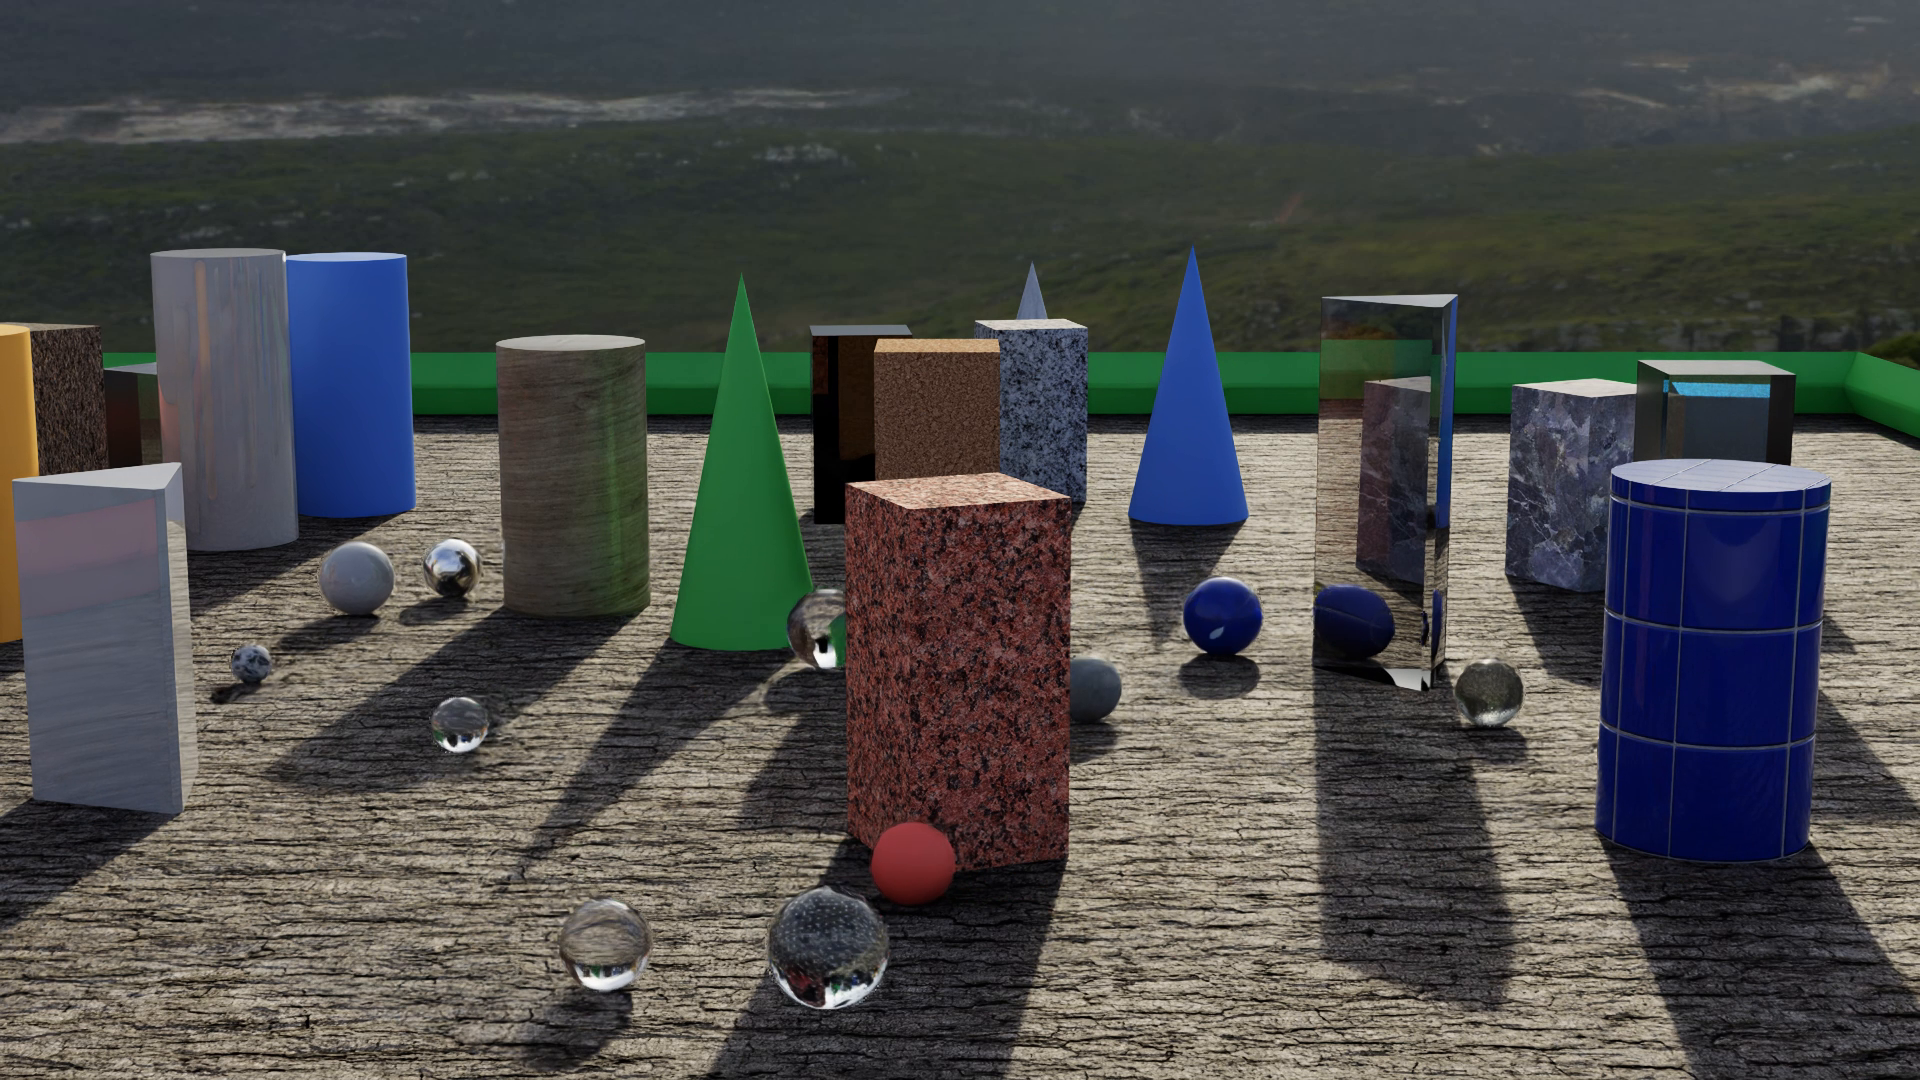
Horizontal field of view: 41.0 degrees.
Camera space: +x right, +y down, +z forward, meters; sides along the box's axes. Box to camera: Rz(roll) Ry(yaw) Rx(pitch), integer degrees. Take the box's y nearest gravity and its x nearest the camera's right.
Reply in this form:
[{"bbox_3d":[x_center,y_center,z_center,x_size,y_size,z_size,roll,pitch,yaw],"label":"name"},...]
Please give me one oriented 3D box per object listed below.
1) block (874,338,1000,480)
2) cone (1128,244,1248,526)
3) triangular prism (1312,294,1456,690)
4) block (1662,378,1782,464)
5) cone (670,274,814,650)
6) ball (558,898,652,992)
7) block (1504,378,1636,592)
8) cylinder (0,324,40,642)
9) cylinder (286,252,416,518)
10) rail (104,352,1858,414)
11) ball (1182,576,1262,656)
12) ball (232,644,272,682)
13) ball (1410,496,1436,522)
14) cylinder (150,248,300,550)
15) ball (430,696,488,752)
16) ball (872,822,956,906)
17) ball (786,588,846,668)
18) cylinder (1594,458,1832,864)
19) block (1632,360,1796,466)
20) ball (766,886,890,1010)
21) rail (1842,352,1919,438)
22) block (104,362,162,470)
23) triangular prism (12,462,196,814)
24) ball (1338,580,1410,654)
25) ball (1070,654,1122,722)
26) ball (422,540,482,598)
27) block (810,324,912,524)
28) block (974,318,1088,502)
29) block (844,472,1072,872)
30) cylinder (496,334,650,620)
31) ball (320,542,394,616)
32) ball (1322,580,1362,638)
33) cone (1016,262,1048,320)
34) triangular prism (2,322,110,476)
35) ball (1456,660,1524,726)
[{"bbox_3d":[-0.029,-0.070,3.352,0.159,0.370,0.159,0,10,0],"label":"block"},{"bbox_3d":[0.375,-0.260,4.174,0.199,0.444,0.199,0,10,0],"label":"cone"},{"bbox_3d":[0.545,-0.065,3.097,0.149,0.453,0.172,-10,14,-42],"label":"triangular prism"},{"bbox_3d":[1.138,-0.106,3.858,0.159,0.255,0.159,2,11,11],"label":"block"},{"bbox_3d":[-0.277,-0.109,3.289,0.199,0.469,0.199,0,10,0],"label":"cone"},{"bbox_3d":[-0.282,0.323,2.044,0.073,0.073,0.073,0,10,0],"label":"ball"},{"bbox_3d":[0.900,-0.081,3.673,0.159,0.275,0.159,-6,12,-29],"label":"block"},{"bbox_3d":[-1.294,-0.074,3.312,0.199,0.391,0.199,0,10,0],"label":"cylinder"},{"bbox_3d":[-1.010,-0.260,4.246,0.199,0.417,0.199,0,10,0],"label":"cylinder"},{"bbox_3d":[-0.011,-0.328,5.399,3.822,0.129,0.045,0,10,0],"label":"rail"},{"bbox_3d":[0.328,0.095,3.204,0.099,0.099,0.099,0,10,0],"label":"ball"},{"bbox_3d":[-0.846,0.147,3.065,0.046,0.046,0.046,0,10,0],"label":"ball"},{"bbox_3d":[0.746,-0.049,4.139,0.043,0.043,0.043,0,10,0],"label":"ball"},{"bbox_3d":[-1.132,-0.220,3.956,0.199,0.444,0.199,0,10,0],"label":"cylinder"},{"bbox_3d":[-0.536,0.198,2.752,0.061,0.061,0.061,0,10,0],"label":"ball"},{"bbox_3d":[-0.041,0.284,2.250,0.074,0.074,0.074,0,10,0],"label":"ball"},{"bbox_3d":[-0.163,0.108,3.134,0.098,0.098,0.098,0,10,0],"label":"ball"},{"bbox_3d":[0.713,0.110,2.438,0.199,0.348,0.199,0,10,0],"label":"cylinder"},{"bbox_3d":[0.972,-0.053,3.334,0.159,0.344,0.159,0,10,1],"label":"block"},{"bbox_3d":[-0.103,0.318,2.004,0.096,0.096,0.096,0,10,0],"label":"ball"},{"bbox_3d":[1.887,0.031,3.459,0.045,0.129,4.015,0,10,0],"label":"rail"},{"bbox_3d":[-1.280,-0.159,4.178,0.159,0.245,0.159,7,12,32],"label":"block"},{"bbox_3d":[-0.828,0.092,2.598,0.172,0.324,0.149,4,11,19],"label":"triangular prism"},{"bbox_3d":[0.519,0.097,3.215,0.091,0.091,0.091,0,10,0],"label":"ball"},{"bbox_3d":[0.144,0.166,2.883,0.076,0.076,0.076,0,10,0],"label":"ball"},{"bbox_3d":[-0.703,0.039,3.554,0.081,0.081,0.081,0,10,0],"label":"ball"},{"bbox_3d":[-0.162,-0.190,4.182,0.159,0.304,0.159,-1,11,-5],"label":"block"},{"bbox_3d":[0.120,-0.221,4.378,0.159,0.294,0.159,-2,11,-12],"label":"block"},{"bbox_3d":[-0.004,0.121,2.401,0.159,0.340,0.159,-5,11,-23],"label":"block"},{"bbox_3d":[-0.523,-0.089,3.480,0.199,0.360,0.199,0,10,0],"label":"cylinder"},{"bbox_3d":[-0.809,0.051,3.440,0.099,0.099,0.099,0,10,0],"label":"ball"},{"bbox_3d":[0.504,0.089,3.301,0.076,0.076,0.076,0,10,0],"label":"ball"},{"bbox_3d":[0.135,-0.344,4.840,0.199,0.367,0.199,0,10,0],"label":"cone"},{"bbox_3d":[-1.363,-0.137,3.762,0.172,0.353,0.149,-9,14,-41],"label":"triangular prism"},{"bbox_3d":[0.590,0.171,2.861,0.075,0.075,0.075,0,10,0],"label":"ball"}]
